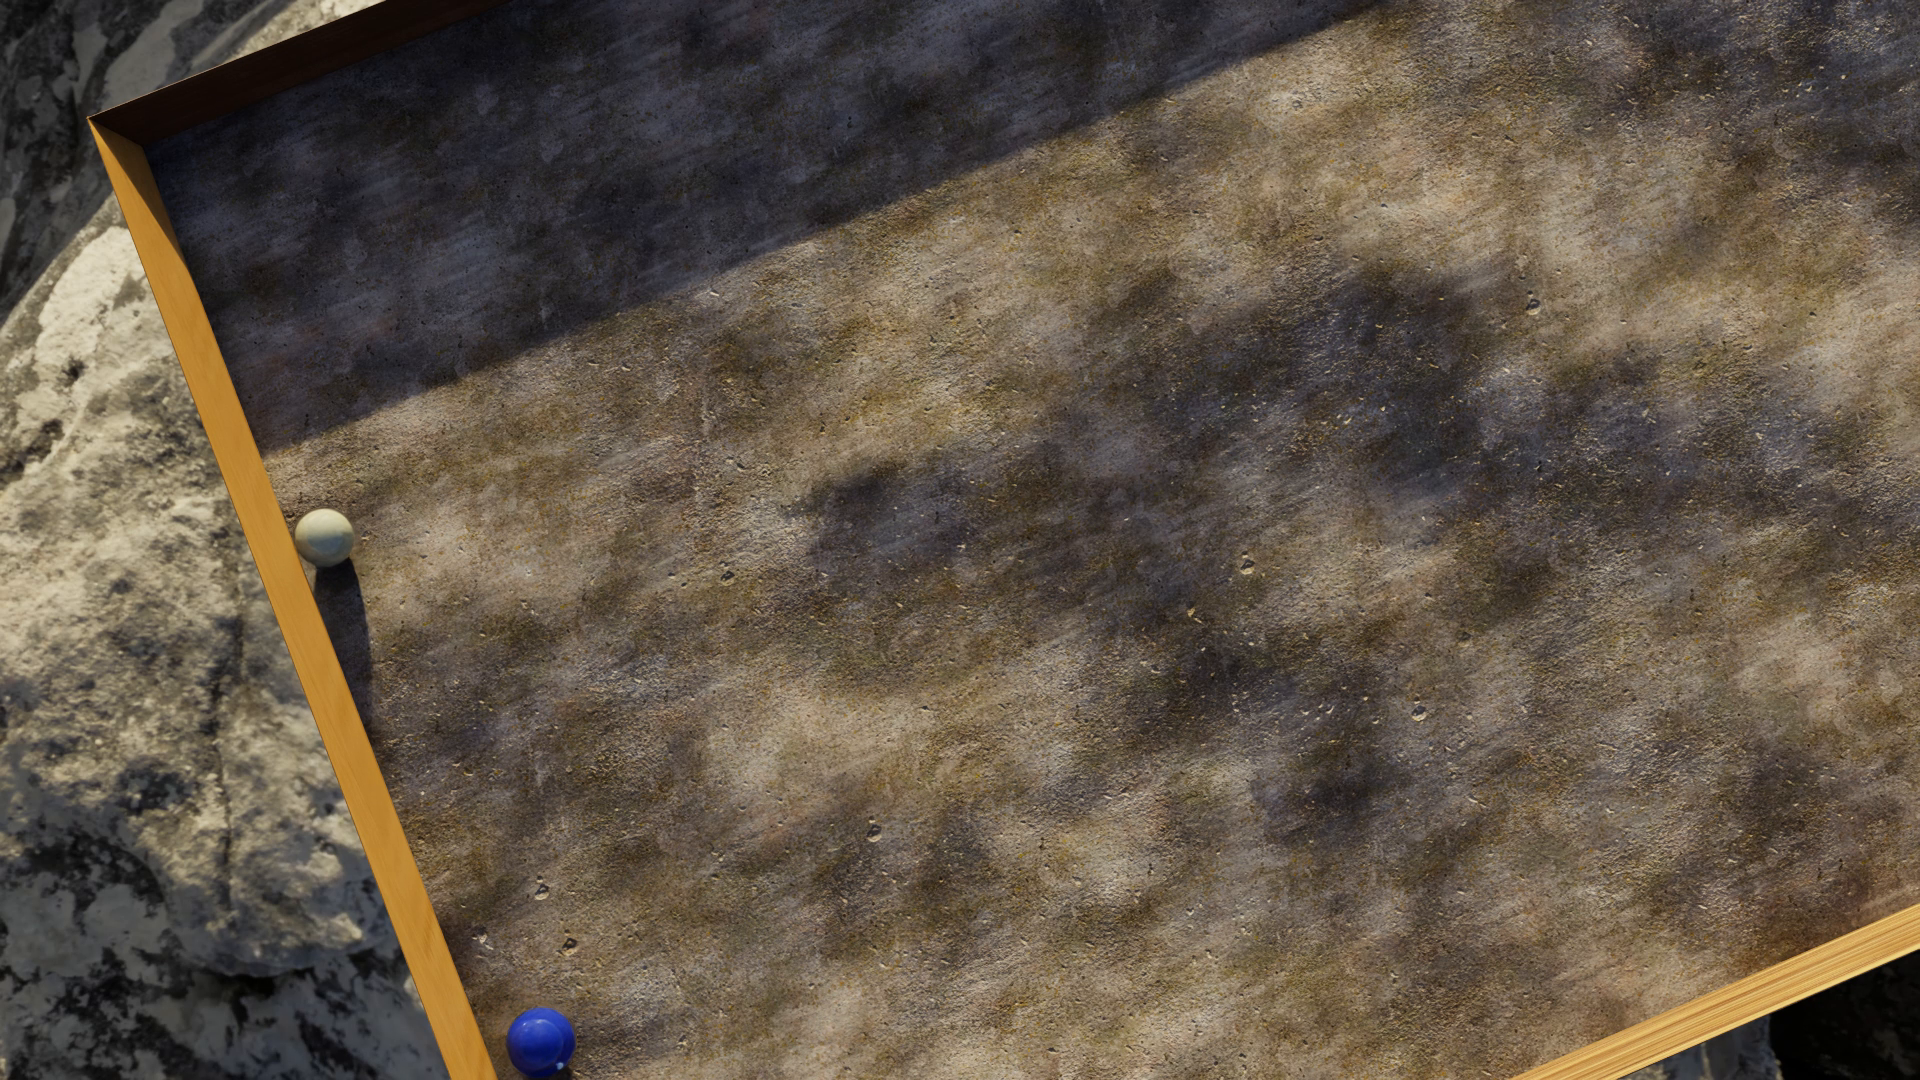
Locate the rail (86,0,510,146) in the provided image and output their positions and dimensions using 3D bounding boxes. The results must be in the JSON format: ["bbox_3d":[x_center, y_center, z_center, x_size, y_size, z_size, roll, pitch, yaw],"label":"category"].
[{"bbox_3d":[0.481,-1.319,3.388,3.811,0.128,0.045,-22,84,-3],"label":"rail"}]

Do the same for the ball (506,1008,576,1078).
[{"bbox_3d":[-0.602,0.721,3.156,0.098,0.098,0.098,0,83,0],"label":"ball"}]

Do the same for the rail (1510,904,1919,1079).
[{"bbox_3d":[1.279,0.589,3.156,3.811,0.128,0.045,-22,84,-3],"label":"rail"}]

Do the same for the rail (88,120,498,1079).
[{"bbox_3d":[-0.858,0.352,3.185,0.045,0.128,2.128,-22,84,-3],"label":"rail"}]

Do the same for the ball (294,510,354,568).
[{"bbox_3d":[-0.939,-0.002,3.250,0.086,0.086,0.086,0,83,0],"label":"ball"}]
